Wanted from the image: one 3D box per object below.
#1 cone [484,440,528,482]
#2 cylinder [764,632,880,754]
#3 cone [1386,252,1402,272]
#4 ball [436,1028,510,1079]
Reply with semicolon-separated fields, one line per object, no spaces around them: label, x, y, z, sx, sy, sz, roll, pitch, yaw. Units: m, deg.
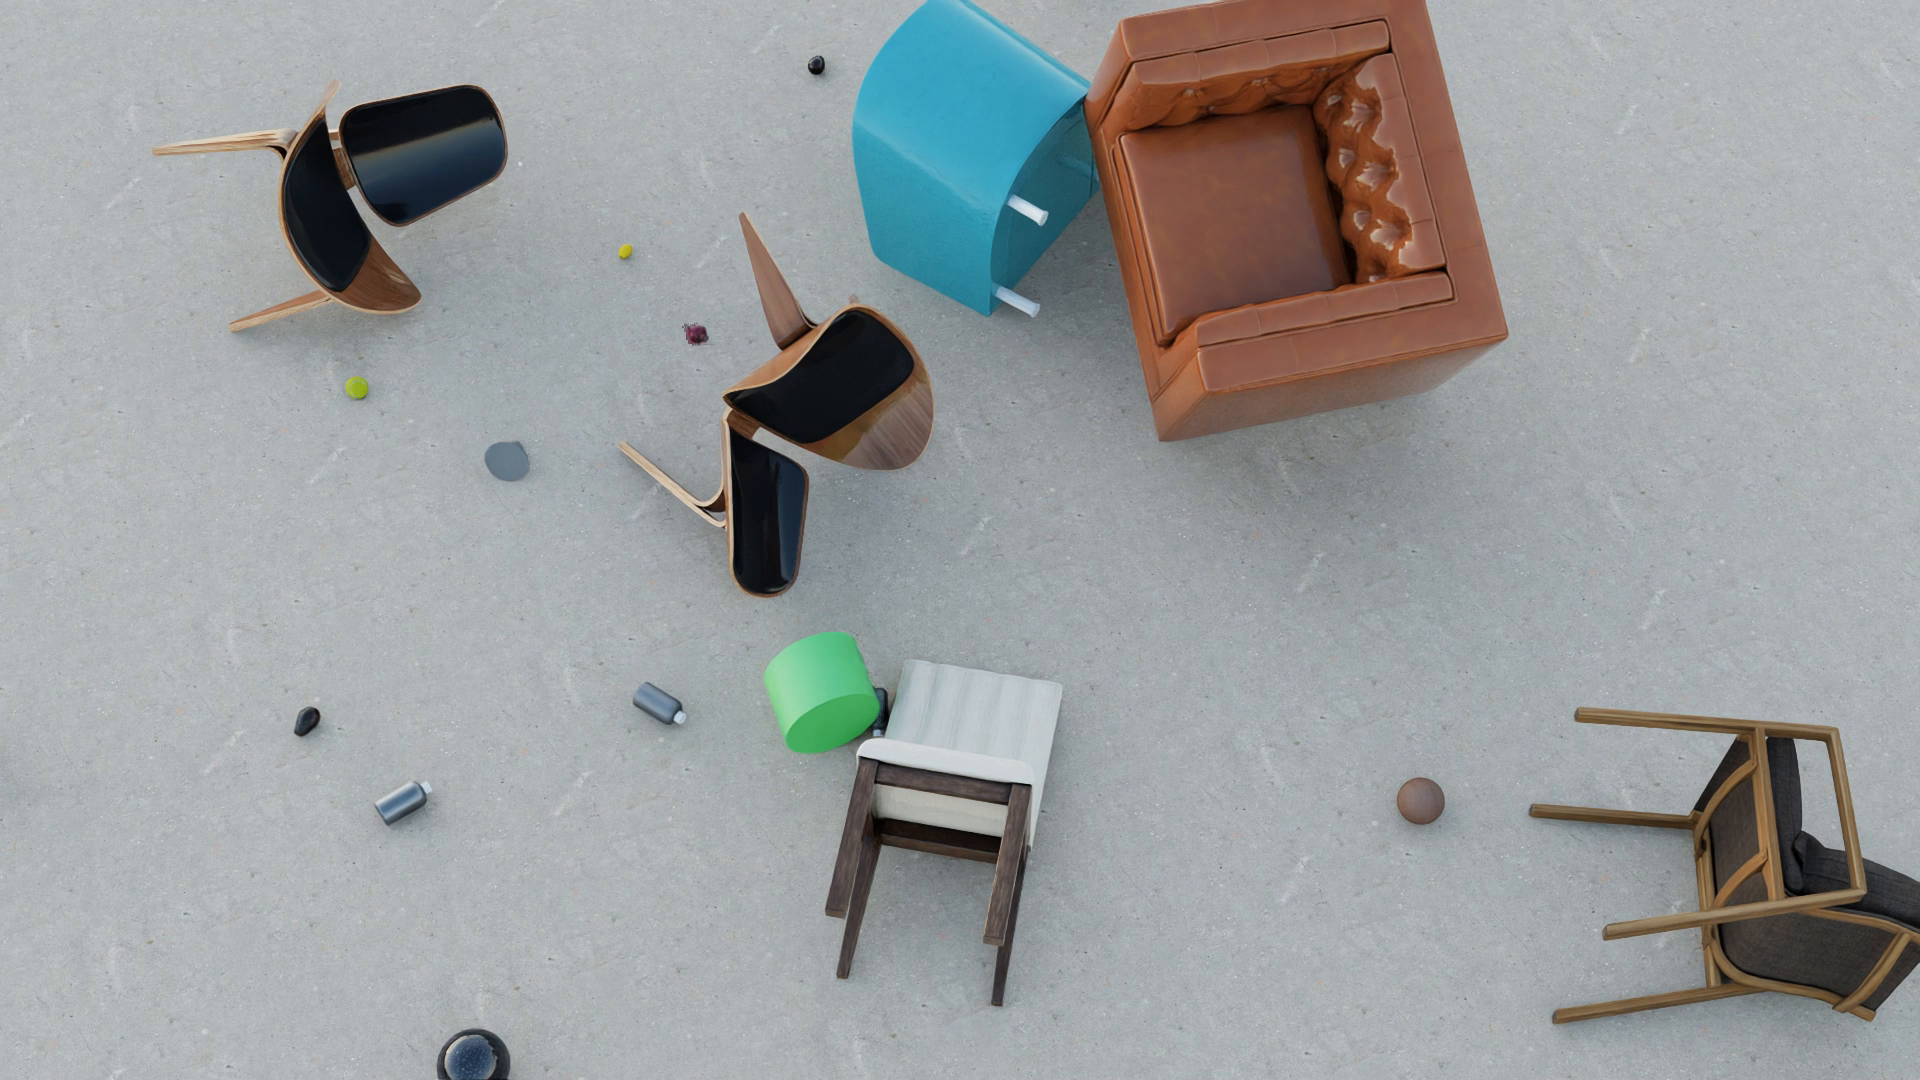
cone;-1.368;-0.272;6.720;0.131;0.136;0.140;-33;22;22
cylinder;-0.384;0.425;6.125;0.290;0.255;0.211;-40;54;26
cone;1.414;-0.912;7.134;0.058;0.087;0.038;-12;57;-8
ball;-1.232;1.330;5.570;0.185;0.185;0.185;0;56;0
